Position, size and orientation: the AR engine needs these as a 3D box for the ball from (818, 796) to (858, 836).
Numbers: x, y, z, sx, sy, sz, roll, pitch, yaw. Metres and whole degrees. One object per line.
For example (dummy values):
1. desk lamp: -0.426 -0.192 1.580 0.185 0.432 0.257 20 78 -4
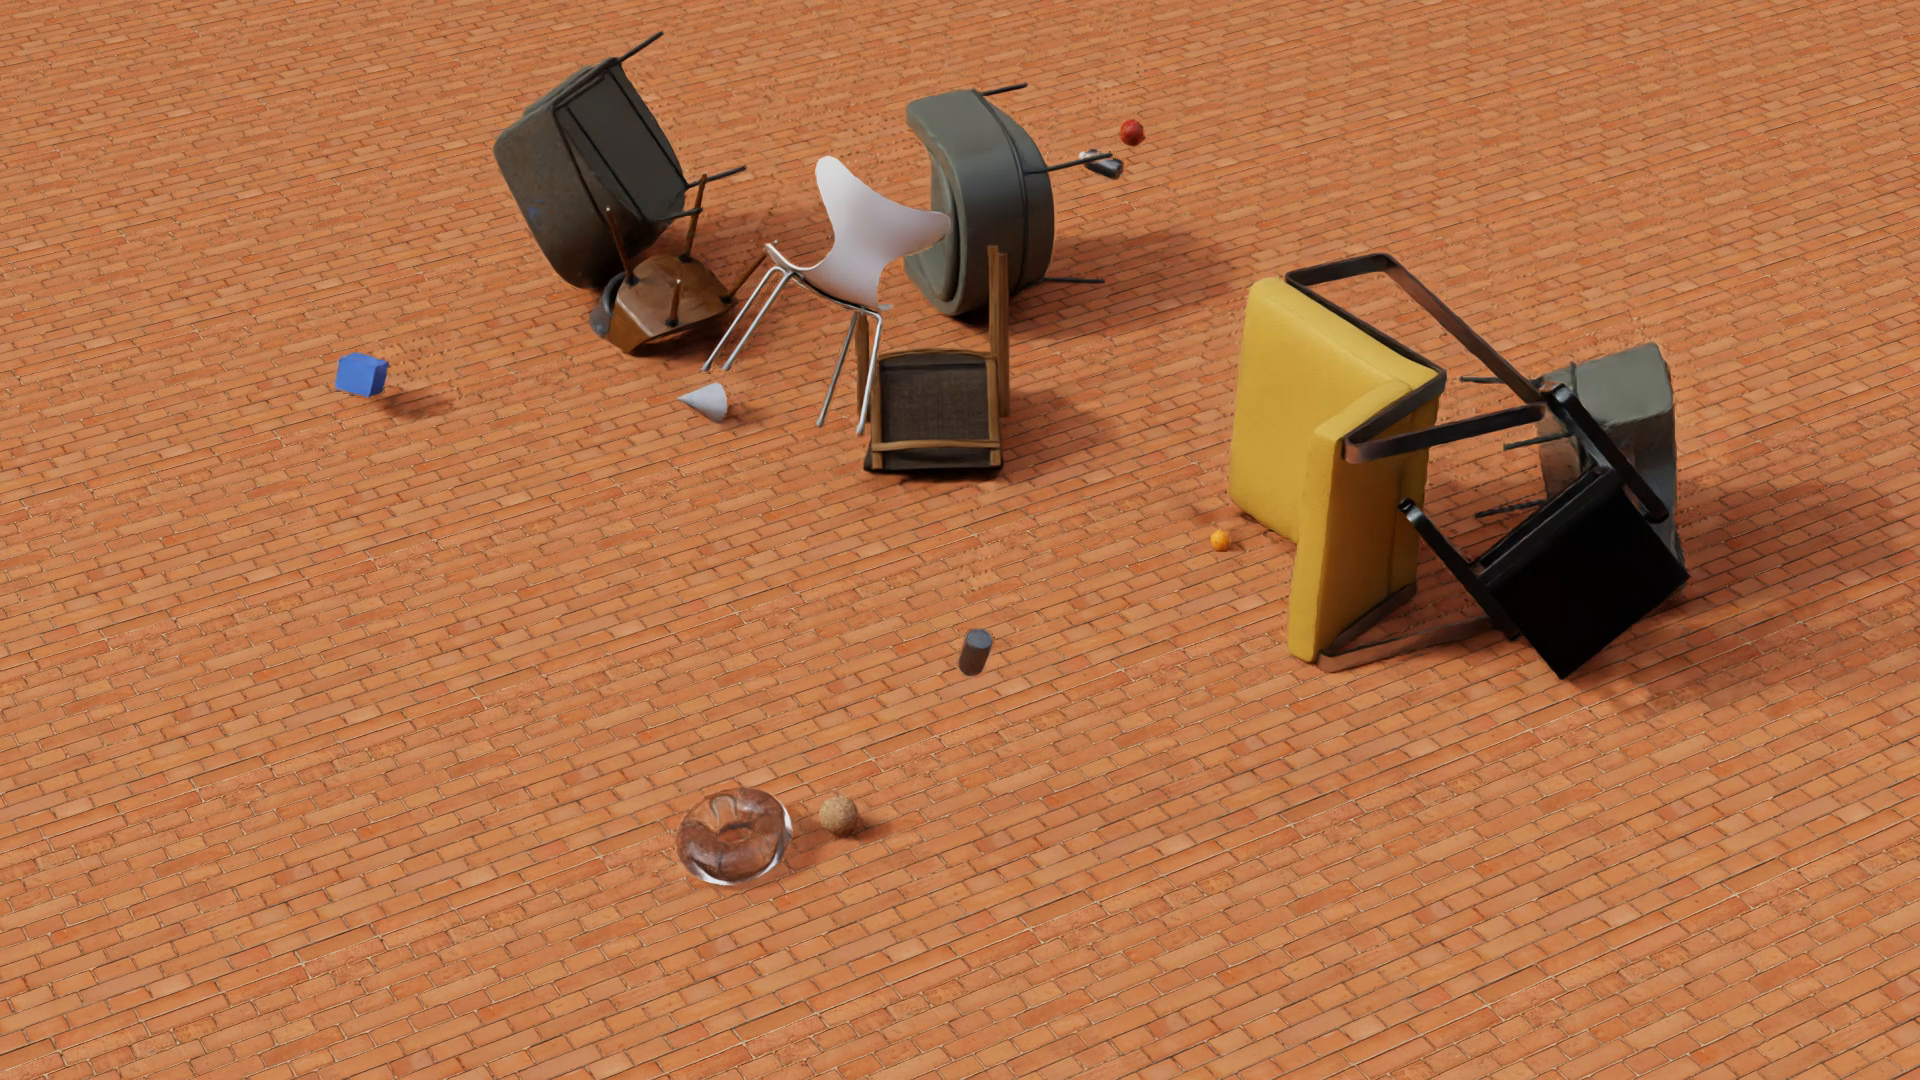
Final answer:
1. ball: -0.392 0.890 9.477 0.128 0.128 0.128 0 33 0

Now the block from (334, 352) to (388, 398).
1. block: -2.377 -0.657 11.653 0.146 0.126 0.168 16 12 4

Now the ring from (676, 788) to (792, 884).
1. ring: -0.725 0.947 9.395 0.364 0.126 0.424 9 35 15
